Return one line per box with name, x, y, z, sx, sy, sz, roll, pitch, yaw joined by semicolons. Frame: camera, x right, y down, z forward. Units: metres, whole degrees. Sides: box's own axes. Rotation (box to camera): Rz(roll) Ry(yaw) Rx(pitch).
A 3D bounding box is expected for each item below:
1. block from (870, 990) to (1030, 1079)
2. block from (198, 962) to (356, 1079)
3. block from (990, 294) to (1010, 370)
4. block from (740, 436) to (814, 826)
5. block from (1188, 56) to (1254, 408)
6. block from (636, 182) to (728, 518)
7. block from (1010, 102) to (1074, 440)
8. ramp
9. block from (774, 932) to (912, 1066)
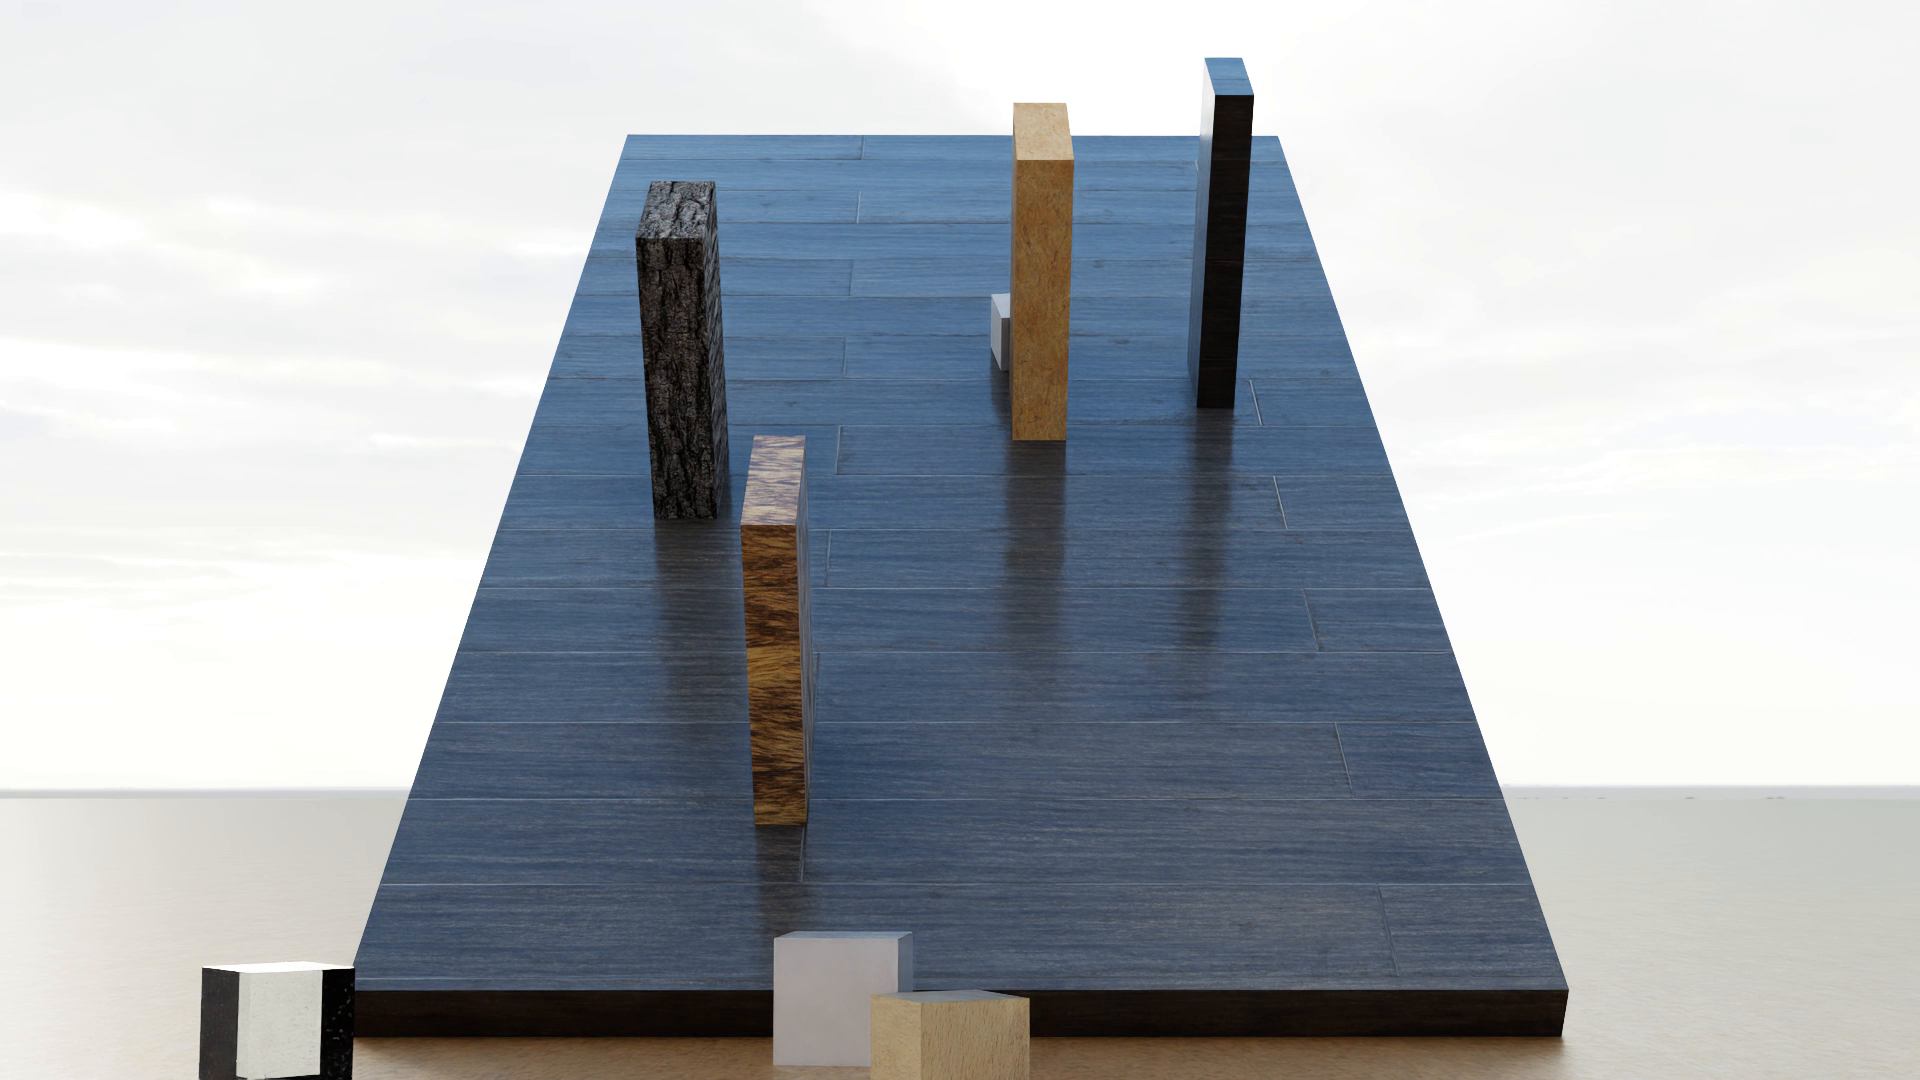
block;-0.013;0.645;3.011;0.149;0.149;0.149;3;-7;-26
block;-0.964;0.682;3.401;0.156;0.156;0.156;5;-8;-41
block;0.160;-0.521;5.995;0.143;0.143;0.143;-4;30;-8
block;-0.322;0.163;4.314;0.091;0.618;0.325;0;30;0
block;0.613;-0.722;5.705;0.090;0.783;0.264;0;30;0
block;-0.603;-0.415;5.279;0.139;0.663;0.320;0;30;0
block;0.186;-0.627;5.628;0.125;0.692;0.375;0;30;0
ramp;-0.013;-0.212;5.698;2.000;0.100;4.000;0;30;0
block;-0.175;0.694;3.665;0.186;0.186;0.186;-1;-6;6
